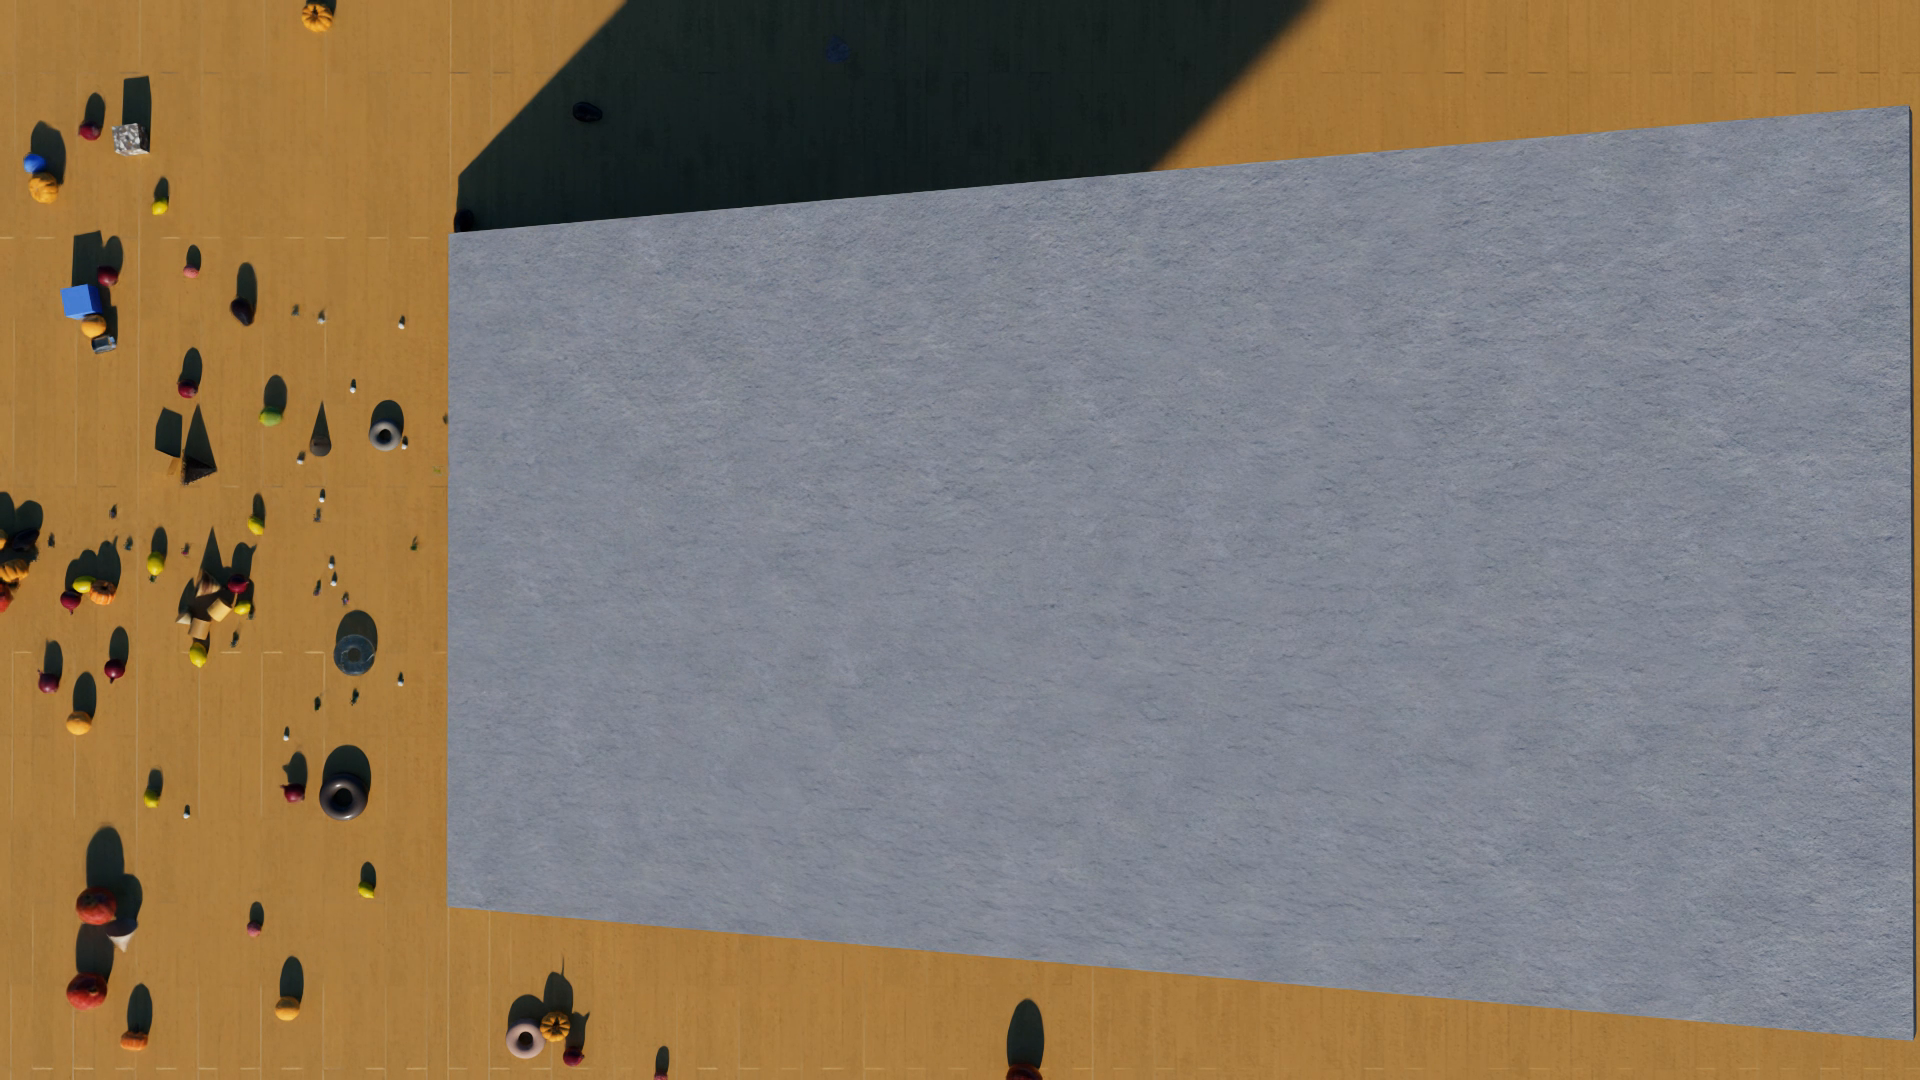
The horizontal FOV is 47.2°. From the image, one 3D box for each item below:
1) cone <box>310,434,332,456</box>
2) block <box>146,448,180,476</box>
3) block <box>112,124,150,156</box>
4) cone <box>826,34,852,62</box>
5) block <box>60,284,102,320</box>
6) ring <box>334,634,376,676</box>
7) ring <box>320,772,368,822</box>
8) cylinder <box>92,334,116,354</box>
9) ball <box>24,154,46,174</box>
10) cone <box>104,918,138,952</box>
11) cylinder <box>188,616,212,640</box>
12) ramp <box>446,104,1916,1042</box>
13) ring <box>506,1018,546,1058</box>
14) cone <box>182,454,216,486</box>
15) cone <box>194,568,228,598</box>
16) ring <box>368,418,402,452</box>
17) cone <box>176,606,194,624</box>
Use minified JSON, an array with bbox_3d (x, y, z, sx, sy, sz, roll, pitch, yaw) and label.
[{"bbox_3d":[-1.927,-0.284,6.592,0.067,0.067,0.067,0,89,0],"label":"cone"},{"bbox_3d":[-2.388,-0.231,6.595,0.062,0.062,0.062,23,89,0],"label":"block"},{"bbox_3d":[-2.488,-1.200,6.598,0.076,0.076,0.076,-8,89,0],"label":"block"},{"bbox_3d":[-0.373,-1.495,6.621,0.079,0.079,0.079,-14,63,0],"label":"cone"},{"bbox_3d":[-2.632,-0.714,6.590,0.082,0.082,0.082,-11,89,0],"label":"block"},{"bbox_3d":[-1.817,0.346,6.599,0.126,0.042,0.126,0,91,0],"label":"ring"},{"bbox_3d":[-1.847,0.769,6.591,0.148,0.049,0.148,0,88,0],"label":"ring"},{"bbox_3d":[-2.572,-0.589,6.604,0.052,0.052,0.052,-13,89,0],"label":"cylinder"},{"bbox_3d":[-2.778,-1.128,6.604,0.062,0.062,0.062,0,89,0],"label":"ball"},{"bbox_3d":[-2.510,1.200,6.589,0.094,0.094,0.094,3,116,0],"label":"cone"},{"bbox_3d":[-2.279,0.264,6.593,0.055,0.055,0.055,23,80,0],"label":"cylinder"},{"bbox_3d":[0.278,0.078,5.660,4.000,0.100,2.000,0,89,27],"label":"ramp"},{"bbox_3d":[-1.300,1.492,6.587,0.122,0.041,0.122,0,88,-1],"label":"ring"},{"bbox_3d":[-2.280,-0.210,6.603,0.098,0.098,0.098,2,89,-27],"label":"cone"},{"bbox_3d":[-2.241,0.138,6.601,0.090,0.090,0.090,15,89,-26],"label":"cone"},{"bbox_3d":[-1.727,-0.317,6.610,0.101,0.034,0.101,0,89,1],"label":"ring"},{"bbox_3d":[-2.313,0.241,6.607,0.060,0.060,0.060,41,89,-26],"label":"cone"}]
